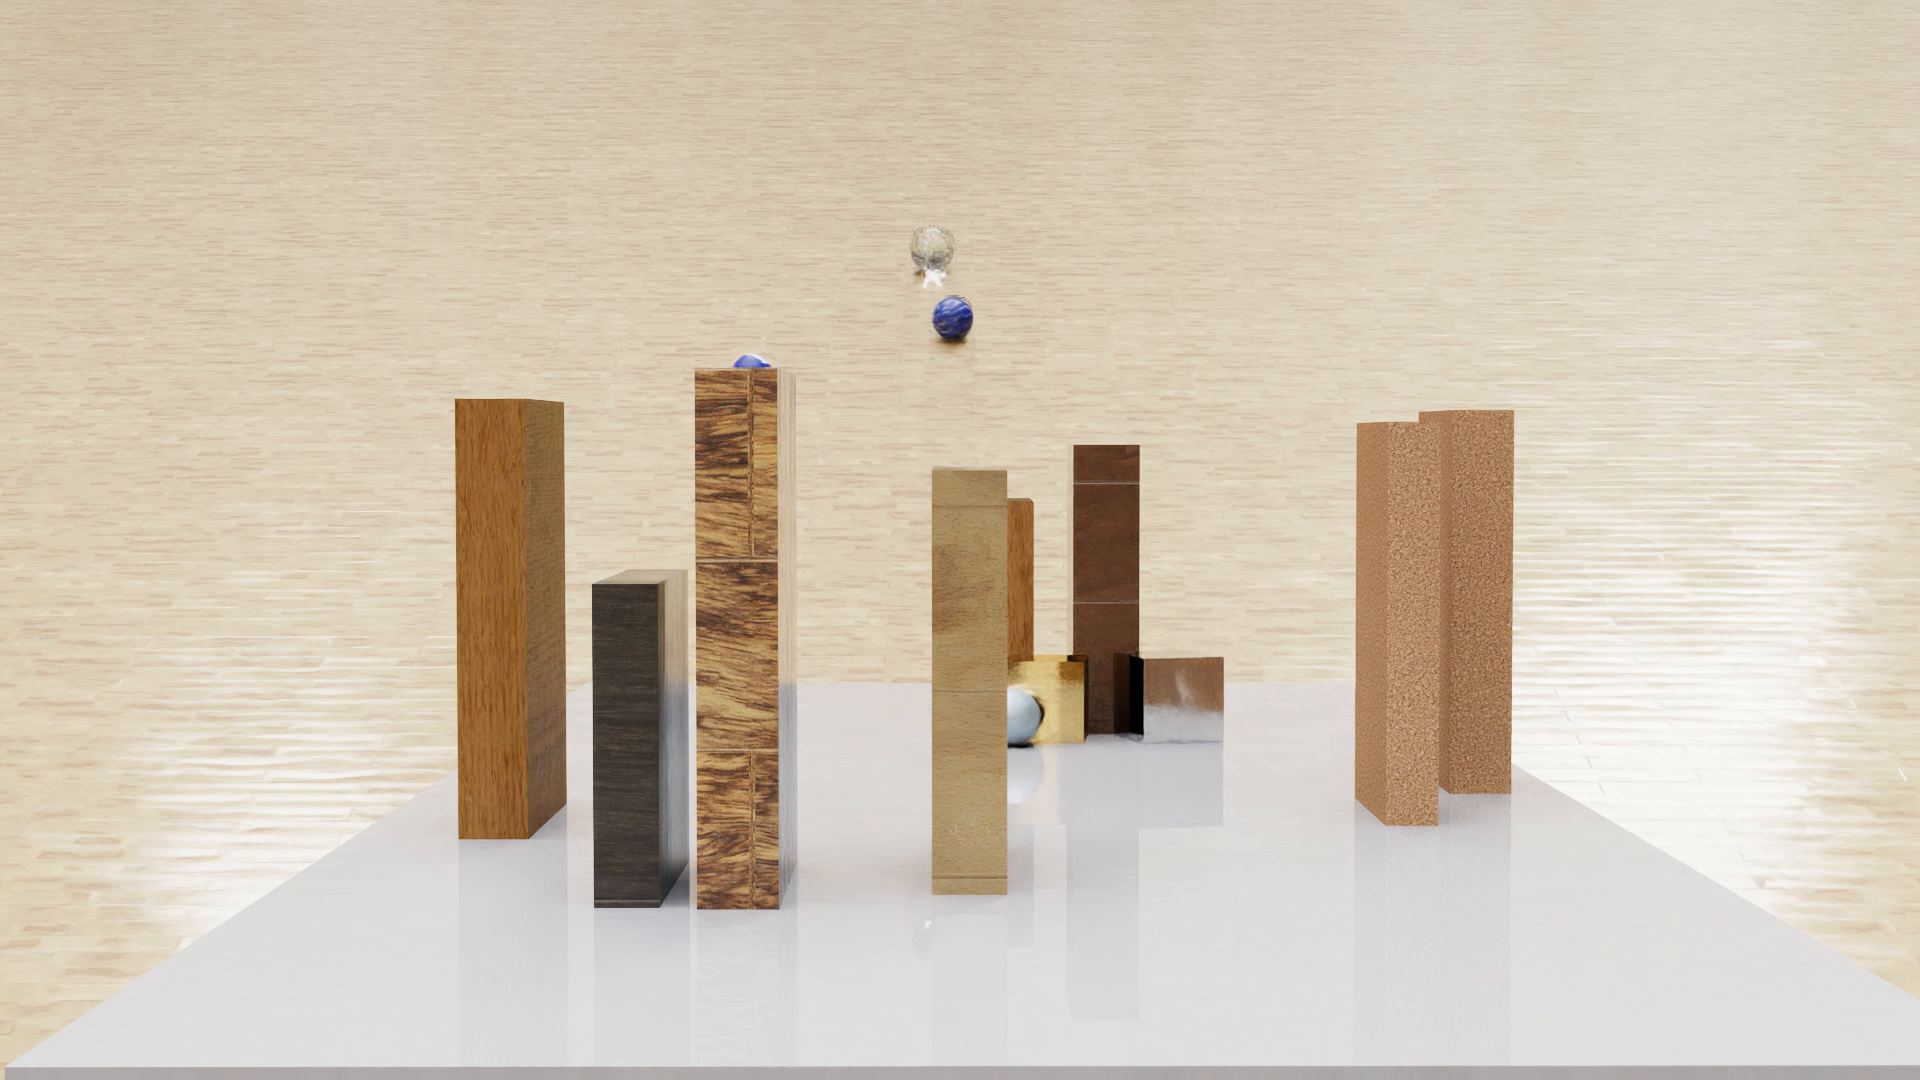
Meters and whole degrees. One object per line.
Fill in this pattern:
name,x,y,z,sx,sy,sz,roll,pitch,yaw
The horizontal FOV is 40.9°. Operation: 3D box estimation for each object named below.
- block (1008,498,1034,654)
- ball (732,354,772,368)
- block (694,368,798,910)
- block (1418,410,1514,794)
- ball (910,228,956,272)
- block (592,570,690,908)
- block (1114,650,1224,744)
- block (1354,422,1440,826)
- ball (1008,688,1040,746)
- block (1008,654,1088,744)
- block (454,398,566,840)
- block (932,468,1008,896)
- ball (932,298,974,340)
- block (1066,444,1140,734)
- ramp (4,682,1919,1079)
block,0.112,0.152,5.742,0.095,0.483,0.365,0,2,0
ball,-0.704,-0.560,8.708,0.140,0.140,0.140,0,24,0
block,-0.292,0.123,3.569,0.108,0.711,0.392,0,2,0
block,0.907,0.102,4.638,0.107,0.669,0.327,0,2,0
ball,-0.106,-1.121,9.951,0.175,0.175,0.175,0,24,0
block,-0.441,0.264,3.583,0.087,0.429,0.386,0,2,0
block,0.431,0.323,5.322,0.174,0.174,0.174,-1,2,-17
block,0.722,0.128,4.265,0.083,0.646,0.326,0,2,0
ball,0.104,0.357,5.186,0.117,0.117,0.117,0,24,0
block,0.177,0.327,5.319,0.167,0.167,0.167,0,2,6
block,-0.722,0.115,4.167,0.108,0.681,0.394,0,2,0
block,0.013,0.186,3.695,0.102,0.576,0.424,0,2,0
ball,-0.026,-0.793,9.229,0.151,0.151,0.151,0,24,0
block,0.306,0.098,5.540,0.139,0.607,0.303,0,2,0
ramp,0.054,0.491,4.542,2.000,0.100,4.000,0,2,0
